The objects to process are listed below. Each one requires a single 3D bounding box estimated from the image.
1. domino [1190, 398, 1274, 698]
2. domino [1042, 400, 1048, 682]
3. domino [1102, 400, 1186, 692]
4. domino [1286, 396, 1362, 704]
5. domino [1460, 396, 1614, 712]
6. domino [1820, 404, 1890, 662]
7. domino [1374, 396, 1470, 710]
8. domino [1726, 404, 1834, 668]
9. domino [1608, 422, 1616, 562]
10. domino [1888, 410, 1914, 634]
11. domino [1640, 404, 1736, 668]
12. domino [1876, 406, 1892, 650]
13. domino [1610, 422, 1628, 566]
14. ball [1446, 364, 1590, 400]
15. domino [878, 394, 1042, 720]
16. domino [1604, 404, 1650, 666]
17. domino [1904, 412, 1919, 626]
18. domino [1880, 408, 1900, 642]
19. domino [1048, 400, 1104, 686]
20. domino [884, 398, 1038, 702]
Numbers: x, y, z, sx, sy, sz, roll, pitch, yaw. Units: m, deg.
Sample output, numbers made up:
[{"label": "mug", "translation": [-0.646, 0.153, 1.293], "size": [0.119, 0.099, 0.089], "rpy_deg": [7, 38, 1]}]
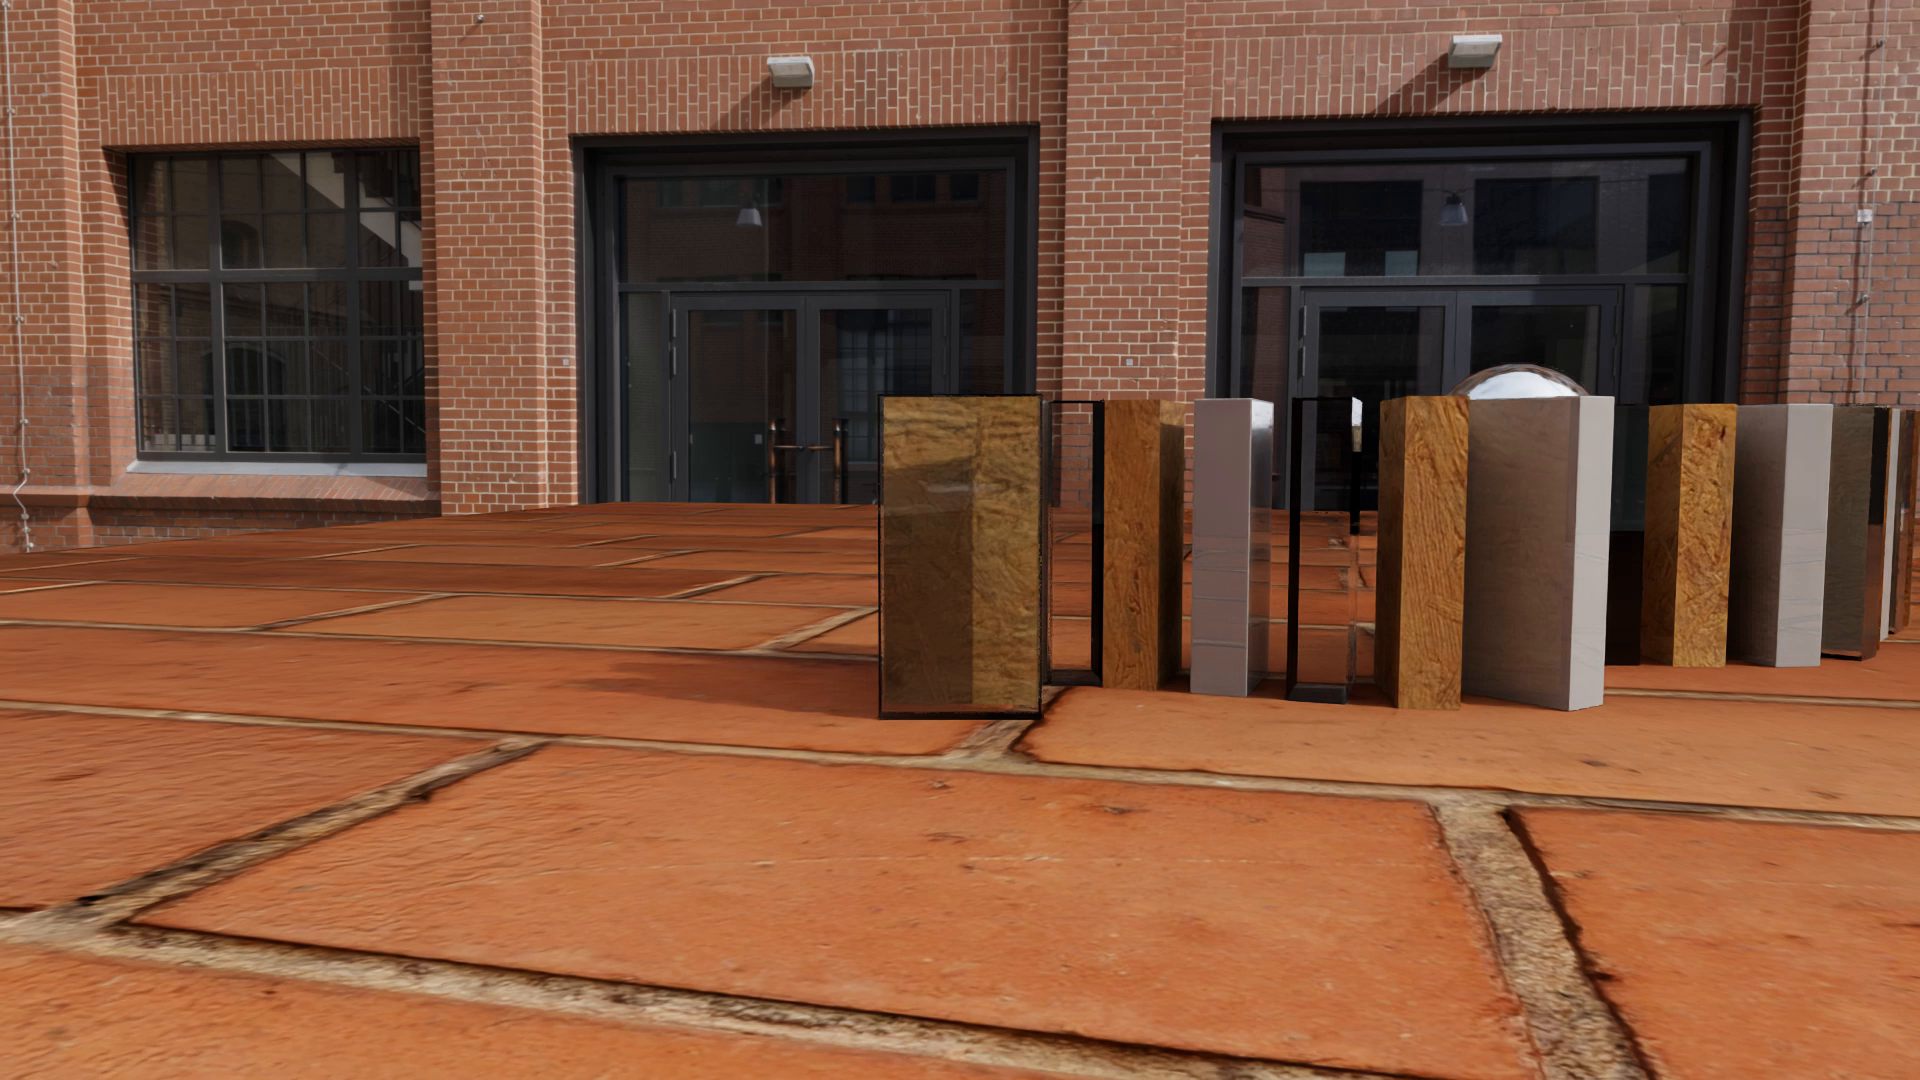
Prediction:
[{"label": "domino", "translation": [0.048, 0.001, 0.227], "size": [0.010, 0.050, 0.025], "rpy_deg": [2, 5, 22]}, {"label": "domino", "translation": [0.003, 0.000, 0.231], "size": [0.025, 0.050, 0.010], "rpy_deg": [3, 5, 36]}, {"label": "domino", "translation": [0.034, 0.000, 0.232], "size": [0.009, 0.050, 0.025], "rpy_deg": [2, 5, 20]}, {"label": "domino", "translation": [0.063, 0.001, 0.221], "size": [0.009, 0.050, 0.025], "rpy_deg": [2, 5, 21]}, {"label": "domino", "translation": [0.094, 0.001, 0.215], "size": [0.009, 0.050, 0.025], "rpy_deg": [-3, 5, -33]}, {"label": "domino", "translation": [0.172, -0.002, 0.262], "size": [0.009, 0.050, 0.025], "rpy_deg": [-4, 6, -40]}, {"label": "domino", "translation": [0.077, 0.001, 0.216], "size": [0.010, 0.050, 0.025], "rpy_deg": [1, 4, 9]}, {"label": "domino", "translation": [0.158, -0.002, 0.255], "size": [0.009, 0.050, 0.025], "rpy_deg": [-1, 4, -9]}, {"label": "domino", "translation": [0.244, -0.017, 0.461], "size": [0.025, 0.050, 0.009], "rpy_deg": [0, 4, 7]}, {"label": "domino", "translation": [0.204, -0.005, 0.297], "size": [0.010, 0.050, 0.025], "rpy_deg": [-4, 6, -44]}, {"label": "domino", "translation": [0.142, -0.002, 0.255], "size": [0.009, 0.050, 0.025], "rpy_deg": [0, 4, 5]}, {"label": "domino", "translation": [0.182, -0.003, 0.274], "size": [0.025, 0.050, 0.009], "rpy_deg": [3, 5, 36]}, {"label": "domino", "translation": [0.242, -0.016, 0.445], "size": [0.025, 0.050, 0.010], "rpy_deg": [1, 4, 7]}, {"label": "ball", "translation": [0.260, -0.043, 0.602], "size": [0.080, 0.080, 0.080], "rpy_deg": [0, 4, 0]}, {"label": "domino", "translation": [0.000, 0.002, 0.201], "size": [0.025, 0.050, 0.009], "rpy_deg": [0, 4, 0]}, {"label": "domino", "translation": [0.127, -0.002, 0.257], "size": [0.009, 0.050, 0.025], "rpy_deg": [0, 4, 5]}, {"label": "domino", "translation": [0.214, -0.006, 0.309], "size": [0.025, 0.050, 0.010], "rpy_deg": [3, 5, 38]}, {"label": "domino", "translation": [0.192, -0.004, 0.286], "size": [0.025, 0.050, 0.009], "rpy_deg": [4, 6, 44]}, {"label": "domino", "translation": [0.020, 0.000, 0.237], "size": [0.010, 0.050, 0.025], "rpy_deg": [0, 4, -3]}, {"label": "domino", "translation": [0.000, 0.001, 0.216], "size": [0.025, 0.050, 0.009], "rpy_deg": [0, 4, 5]}]
